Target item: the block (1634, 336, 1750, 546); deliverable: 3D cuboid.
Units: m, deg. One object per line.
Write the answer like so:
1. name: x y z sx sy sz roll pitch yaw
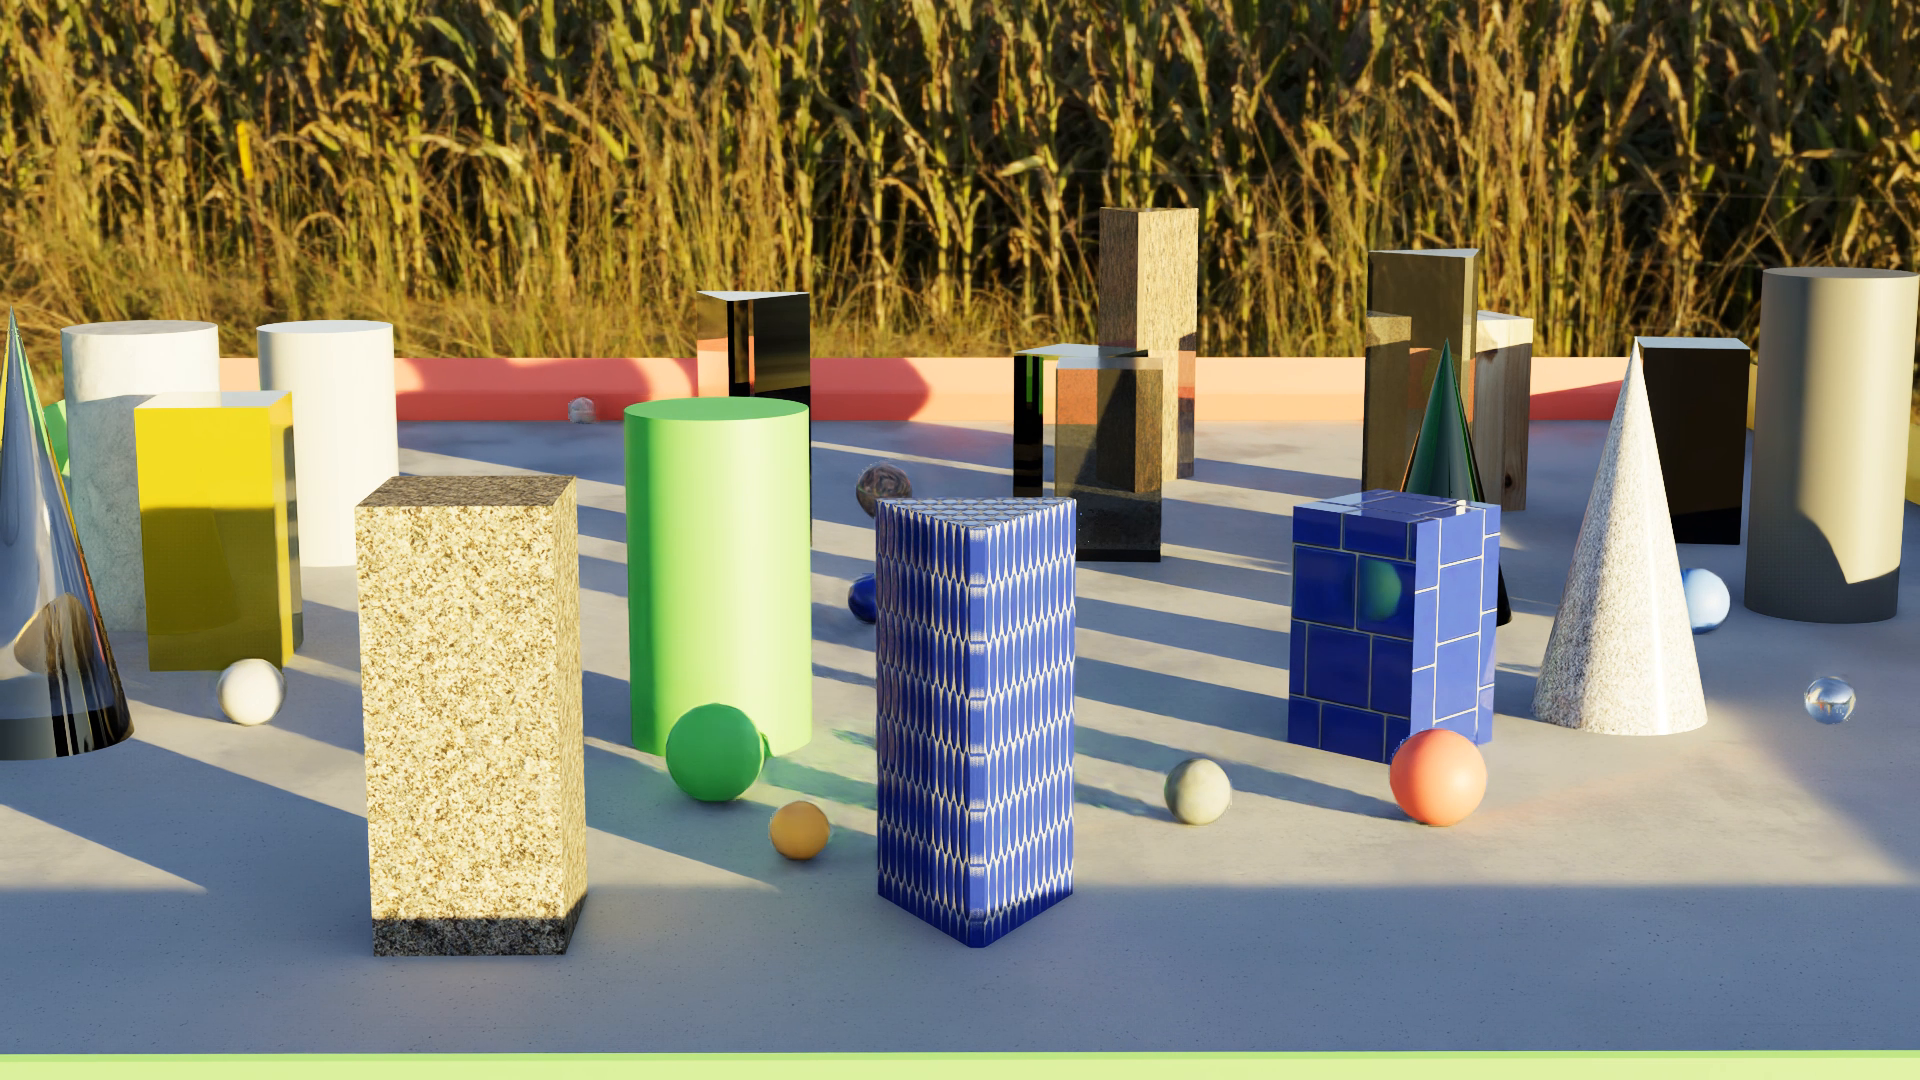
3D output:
1. block: 1.133 -0.157 4.004 0.158 0.302 0.158 2 11 9

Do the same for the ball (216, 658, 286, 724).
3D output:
1. ball: -0.792 0.169 2.866 0.075 0.075 0.075 0 10 0

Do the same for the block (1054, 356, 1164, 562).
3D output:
1. block: 0.225 -0.123 3.862 0.158 0.287 0.158 1 11 4

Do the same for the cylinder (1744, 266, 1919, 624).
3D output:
1. cylinder: 1.167 -0.131 3.442 0.197 0.455 0.197 0 10 0

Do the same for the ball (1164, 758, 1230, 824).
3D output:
1. ball: 0.230 0.244 2.490 0.064 0.064 0.064 0 10 0

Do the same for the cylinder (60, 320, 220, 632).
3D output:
1. cylinder: -1.077 -0.089 3.402 0.197 0.387 0.197 0 10 0

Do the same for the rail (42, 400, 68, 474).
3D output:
1. rail: -1.592 0.035 3.440 0.045 0.128 3.797 0 10 0

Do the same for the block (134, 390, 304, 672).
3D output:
1. block: -0.913 -0.014 3.174 0.158 0.323 0.158 -1 11 -5

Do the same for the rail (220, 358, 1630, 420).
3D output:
1. rail: -0.011 -0.308 5.292 3.232 0.128 0.045 0 10 0

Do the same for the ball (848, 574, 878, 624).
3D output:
1. ball: -0.116 0.077 3.389 0.065 0.065 0.065 0 10 0

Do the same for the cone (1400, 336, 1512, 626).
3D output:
1. cone: 0.641 -0.084 3.407 0.197 0.375 0.197 0 10 0

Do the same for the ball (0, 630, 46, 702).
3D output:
1. ball: -1.101 0.146 2.966 0.084 0.084 0.084 0 10 0

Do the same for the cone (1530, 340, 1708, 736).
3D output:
1. cone: 0.749 -0.015 2.882 0.197 0.430 0.197 0 10 0

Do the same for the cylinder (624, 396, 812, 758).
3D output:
1. cylinder: -0.261 0.038 2.782 0.197 0.364 0.197 0 10 0

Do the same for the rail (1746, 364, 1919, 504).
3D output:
1. rail: 1.592 0.031 3.458 0.045 0.128 3.797 0 10 0

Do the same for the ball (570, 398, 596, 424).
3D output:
1. ball: -0.773 -0.265 5.262 0.056 0.056 0.056 0 10 0

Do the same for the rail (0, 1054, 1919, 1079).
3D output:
1. rail: 0.011 0.374 1.605 3.232 0.128 0.045 0 10 0

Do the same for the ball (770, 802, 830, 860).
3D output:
1. ball: -0.148 0.270 2.378 0.055 0.055 0.055 0 10 0

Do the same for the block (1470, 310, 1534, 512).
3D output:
1. block: 0.837 -0.215 4.272 0.158 0.317 0.158 -3 11 -18

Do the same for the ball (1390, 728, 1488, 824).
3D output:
1. ball: 0.464 0.230 2.489 0.093 0.093 0.093 0 10 0

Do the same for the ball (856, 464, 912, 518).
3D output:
1. ball: -0.124 -0.079 4.163 0.090 0.090 0.090 0 10 0

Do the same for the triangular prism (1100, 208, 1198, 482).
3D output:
1. triangular prism: 0.307 -0.347 4.547 0.148 0.477 0.171 8 13 38

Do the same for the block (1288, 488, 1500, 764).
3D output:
1. block: 0.469 0.092 2.773 0.158 0.261 0.158 10 14 43

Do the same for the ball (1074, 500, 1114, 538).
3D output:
1. ball: 0.208 -0.032 3.991 0.061 0.061 0.061 0 10 0

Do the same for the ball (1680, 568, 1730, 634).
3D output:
1. ball: 0.952 0.079 3.321 0.086 0.086 0.086 0 10 0

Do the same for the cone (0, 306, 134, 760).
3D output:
1. cone: -1.010 -0.018 2.775 0.197 0.476 0.197 0 10 0

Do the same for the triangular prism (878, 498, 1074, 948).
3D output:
1. triangular prism: 0.035 0.146 2.220 0.148 0.356 0.171 -6 12 -30

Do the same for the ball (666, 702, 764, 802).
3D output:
1. ball: -0.245 0.212 2.567 0.099 0.099 0.099 0 10 0

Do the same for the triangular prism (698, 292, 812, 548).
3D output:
1. triangular prism: -0.338 -0.176 3.865 0.148 0.389 0.171 8 13 38

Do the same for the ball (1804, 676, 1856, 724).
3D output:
1. ball: 0.973 0.179 2.869 0.054 0.054 0.054 0 10 0

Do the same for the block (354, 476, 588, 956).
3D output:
1. block: -0.408 0.144 2.168 0.158 0.377 0.158 0 10 -1

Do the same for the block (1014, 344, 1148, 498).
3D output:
1. block: 0.194 -0.166 4.118 0.158 0.277 0.158 7 12 31

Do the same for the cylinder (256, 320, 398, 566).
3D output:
1. cylinder: -0.942 -0.148 3.839 0.197 0.344 0.197 0 10 0

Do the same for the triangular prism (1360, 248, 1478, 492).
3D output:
1. triangular prism: 0.691 -0.180 3.675 0.171 0.466 0.148 10 15 44
